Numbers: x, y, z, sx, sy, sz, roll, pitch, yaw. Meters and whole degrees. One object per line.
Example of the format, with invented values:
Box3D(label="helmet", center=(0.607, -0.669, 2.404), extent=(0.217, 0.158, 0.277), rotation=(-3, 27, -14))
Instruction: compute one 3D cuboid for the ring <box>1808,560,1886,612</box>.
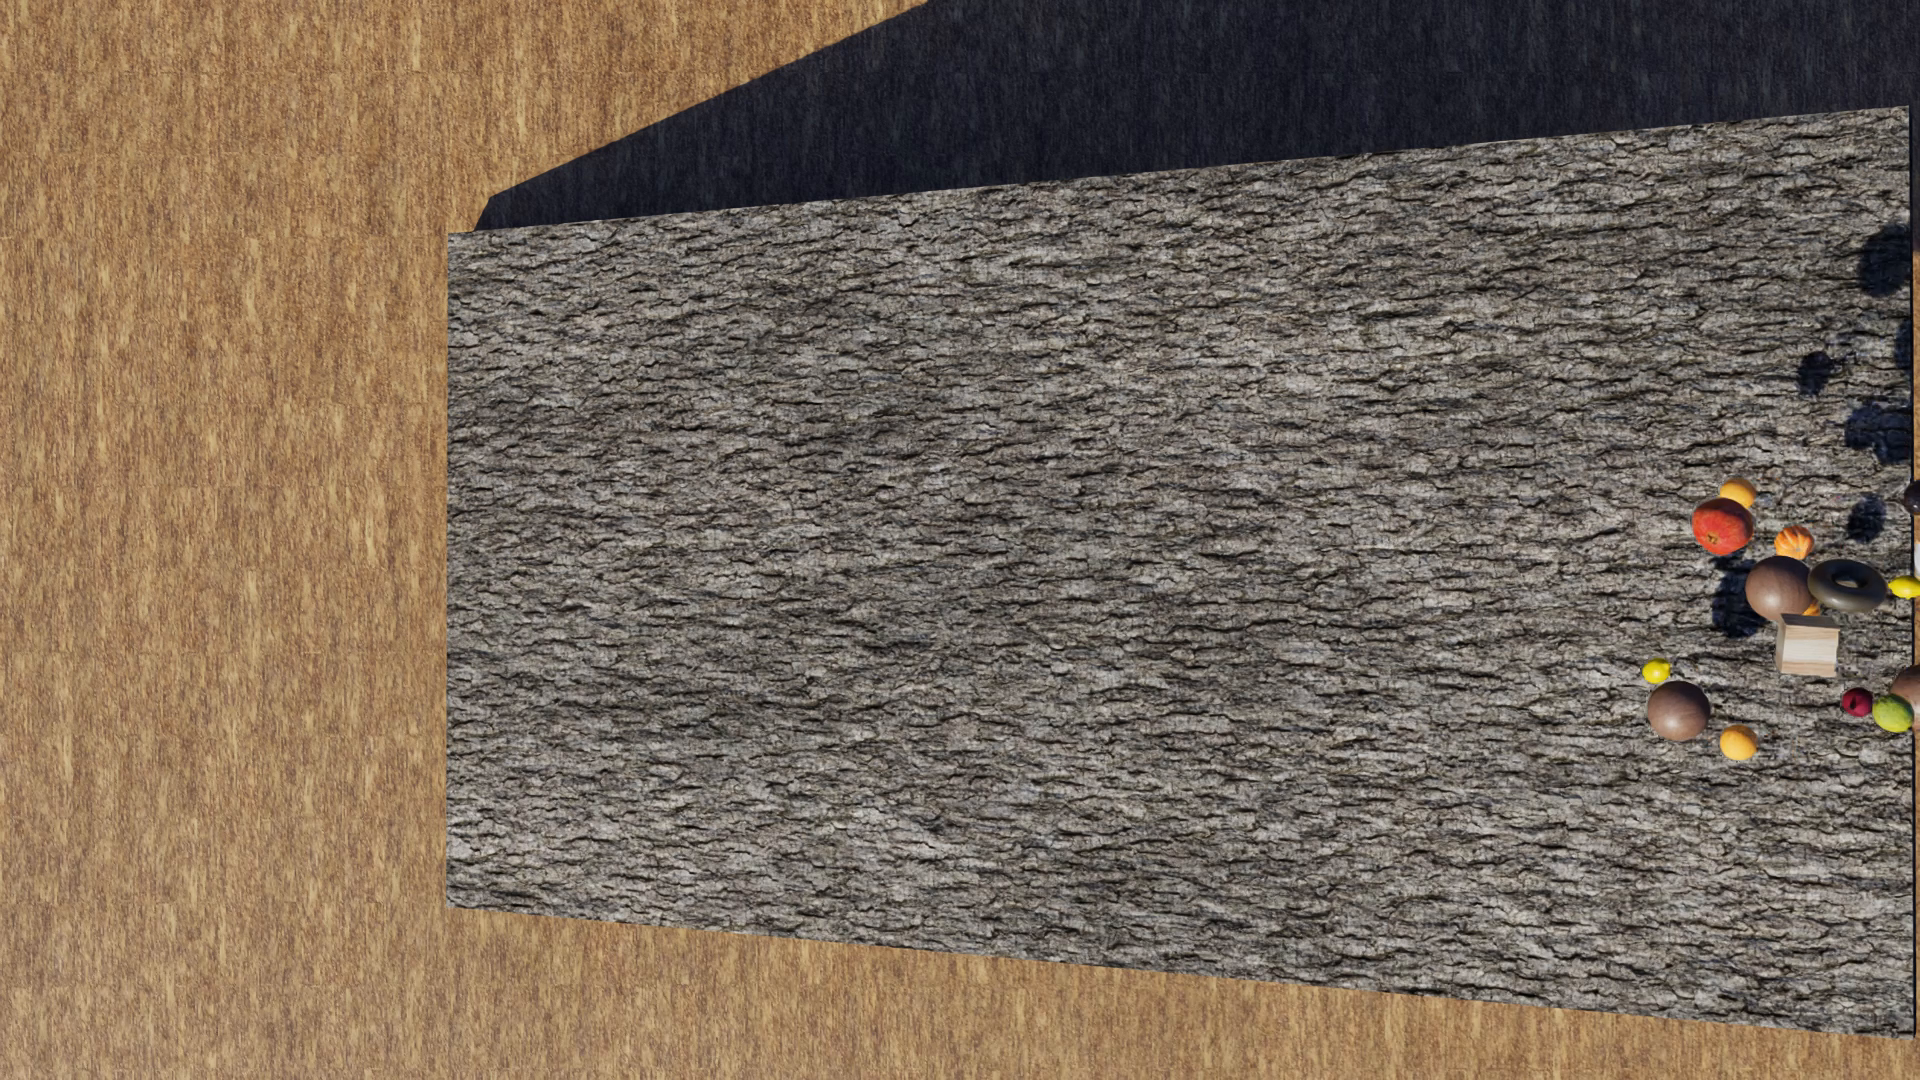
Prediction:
Box3D(label="ring", center=(1.534, 0.079, 3.801), extent=(0.130, 0.130, 0.043), rotation=(-1, 124, 0))

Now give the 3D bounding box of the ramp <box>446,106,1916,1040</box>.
Box3D(label="ramp", center=(0.278, 0.079, 5.662), extent=(4.000, 0.100, 2.000), rotation=(0, 89, 27))

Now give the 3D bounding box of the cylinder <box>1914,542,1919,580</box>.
Box3D(label="cylinder", center=(1.563, 0.034, 3.486), extent=(0.092, 0.092, 0.092), rotation=(-4, 81, 23))

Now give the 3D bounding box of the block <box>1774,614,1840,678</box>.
Box3D(label="block", center=(1.563, 0.194, 4.059), extent=(0.091, 0.091, 0.091), rotation=(4, 103, 12))
